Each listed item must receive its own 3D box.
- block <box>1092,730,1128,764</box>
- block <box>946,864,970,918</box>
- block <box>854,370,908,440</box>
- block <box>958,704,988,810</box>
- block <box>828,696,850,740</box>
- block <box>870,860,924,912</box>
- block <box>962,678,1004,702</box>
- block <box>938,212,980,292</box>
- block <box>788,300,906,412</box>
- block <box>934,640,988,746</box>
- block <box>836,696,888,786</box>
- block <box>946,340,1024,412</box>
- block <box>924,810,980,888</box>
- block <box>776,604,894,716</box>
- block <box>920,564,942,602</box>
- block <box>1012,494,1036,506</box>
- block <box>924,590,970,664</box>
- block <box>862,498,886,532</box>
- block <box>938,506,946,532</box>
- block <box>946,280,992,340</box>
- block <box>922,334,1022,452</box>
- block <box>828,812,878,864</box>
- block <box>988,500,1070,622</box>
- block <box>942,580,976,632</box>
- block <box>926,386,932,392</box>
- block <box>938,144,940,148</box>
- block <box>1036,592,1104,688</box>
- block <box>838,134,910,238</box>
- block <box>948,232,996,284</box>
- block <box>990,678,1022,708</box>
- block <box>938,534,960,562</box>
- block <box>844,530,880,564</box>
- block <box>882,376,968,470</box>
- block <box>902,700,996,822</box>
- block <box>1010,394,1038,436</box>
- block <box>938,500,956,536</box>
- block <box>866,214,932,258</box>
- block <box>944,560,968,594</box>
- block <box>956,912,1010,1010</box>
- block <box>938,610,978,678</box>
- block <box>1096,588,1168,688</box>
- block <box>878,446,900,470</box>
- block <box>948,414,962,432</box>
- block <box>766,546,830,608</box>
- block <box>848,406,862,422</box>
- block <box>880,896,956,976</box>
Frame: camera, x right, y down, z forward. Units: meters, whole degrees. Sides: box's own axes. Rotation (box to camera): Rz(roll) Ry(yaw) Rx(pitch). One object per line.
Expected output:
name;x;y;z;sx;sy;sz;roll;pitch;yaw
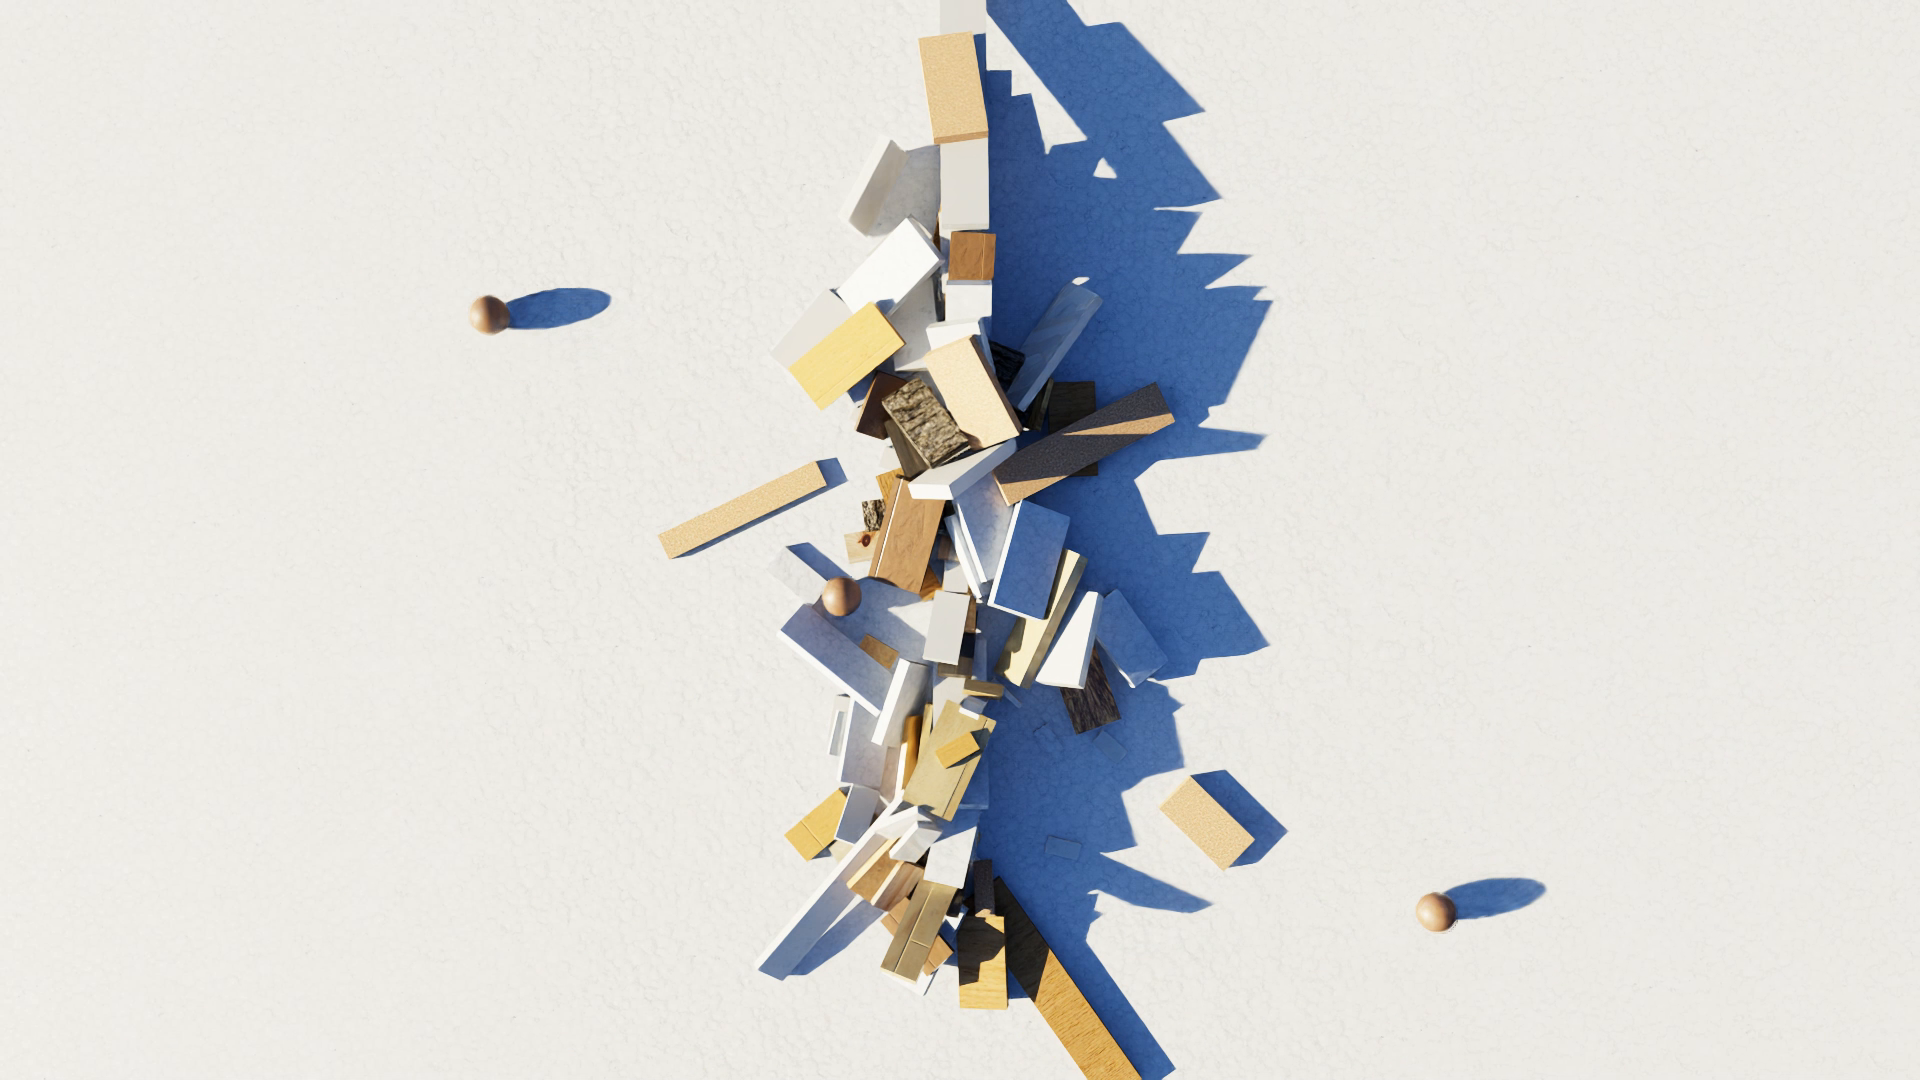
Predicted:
block;0.500;0.689;5.492;0.112;0.016;0.056;40;90;0
block;-0.039;1.110;5.411;0.123;0.035;0.246;10;56;6
block;-0.263;-0.444;5.445;0.106;0.030;0.212;17;103;-22
block;0.005;0.705;5.398;0.175;0.049;0.349;0;63;0
block;-0.392;0.595;5.490;0.073;0.021;0.147;9;90;0
block;-0.203;1.137;5.417;0.092;0.026;0.184;30;99;-29
block;0.076;0.487;5.369;0.129;0.064;0.018;11;120;2
block;0.001;-0.931;5.332;0.127;0.036;0.255;-3;101;-1
block;-0.370;-0.602;5.399;0.355;0.050;0.177;-38;93;12
block;0.000;0.503;5.419;0.175;0.049;0.349;0;71;0
block;-0.311;0.664;5.456;0.143;0.040;0.285;10;90;-20
block;0.083;-0.510;5.374;0.144;0.041;0.289;20;126;-15
block;-0.025;0.985;5.346;0.131;0.037;0.261;13;80;4
block;-0.396;0.394;5.437;0.424;0.040;0.143;39;52;1
block;-0.124;0.121;5.489;0.078;0.022;0.156;-29;90;0
block;0.185;-0.108;5.480;0.142;0.040;0.283;-10;90;0
block;-0.043;0.286;5.385;0.114;0.032;0.228;10;73;3
block;-0.221;-0.091;5.470;0.200;0.028;0.100;-9;71;0
block;-0.081;-0.088;5.455;0.067;0.019;0.133;-7;64;15
block;0.027;-0.693;5.297;0.144;0.041;0.289;0;124;0
block;0.041;-0.468;5.271;0.175;0.050;0.351;-19;111;28
block;-0.334;0.997;5.460;0.193;0.027;0.096;-39;54;0
block;0.227;0.067;5.381;0.179;0.051;0.358;19;77;-16
block;-0.002;0.190;5.449;0.114;0.032;0.228;3;72;1
block;-0.108;-0.447;5.481;0.059;0.017;0.119;-19;82;-4
block;-0.007;-1.314;5.445;0.130;0.037;0.259;-14;90;0
block;0.358;0.322;5.378;0.156;0.044;0.312;3;72;33
block;-0.284;-1.162;5.422;0.043;0.152;0.303;28;90;24
block;0.034;-0.843;5.311;0.144;0.041;0.289;3;101;-1
block;0.154;0.507;5.468;0.127;0.063;0.018;43;90;0
block;-0.024;-0.008;5.462;0.078;0.022;0.156;9;70;0
block;-0.266;0.010;5.486;0.225;0.028;0.100;-11;90;0
block;-0.114;-0.382;5.362;0.146;0.041;0.292;-33;67;-9
block;-0.035;0.709;5.302;0.175;0.049;0.349;24;78;5
block;0.196;-0.443;5.460;0.090;0.025;0.179;22;90;43
block;-0.024;-0.078;5.466;0.067;0.019;0.133;13;70;2
block;-0.203;-0.975;5.485;0.207;0.029;0.103;-43;91;0
block;-0.012;0.101;5.447;0.078;0.022;0.156;1;69;1
block;0.075;1.388;5.445;0.158;0.045;0.317;-1;97;11
block;-0.008;0.340;5.431;0.114;0.032;0.228;5;66;2
block;0.544;0.323;5.455;0.149;0.042;0.297;-36;93;-12
block;-0.193;-0.255;5.490;0.142;0.020;0.071;19;90;0
block;0.001;-0.374;5.472;0.119;0.017;0.059;33;90;-19
block;-0.538;0.122;5.486;0.200;0.028;0.100;39;90;0
block;-0.307;-0.451;5.490;0.071;0.020;0.142;26;90;0
block;-0.138;1.292;5.382;0.118;0.034;0.237;-45;75;6
